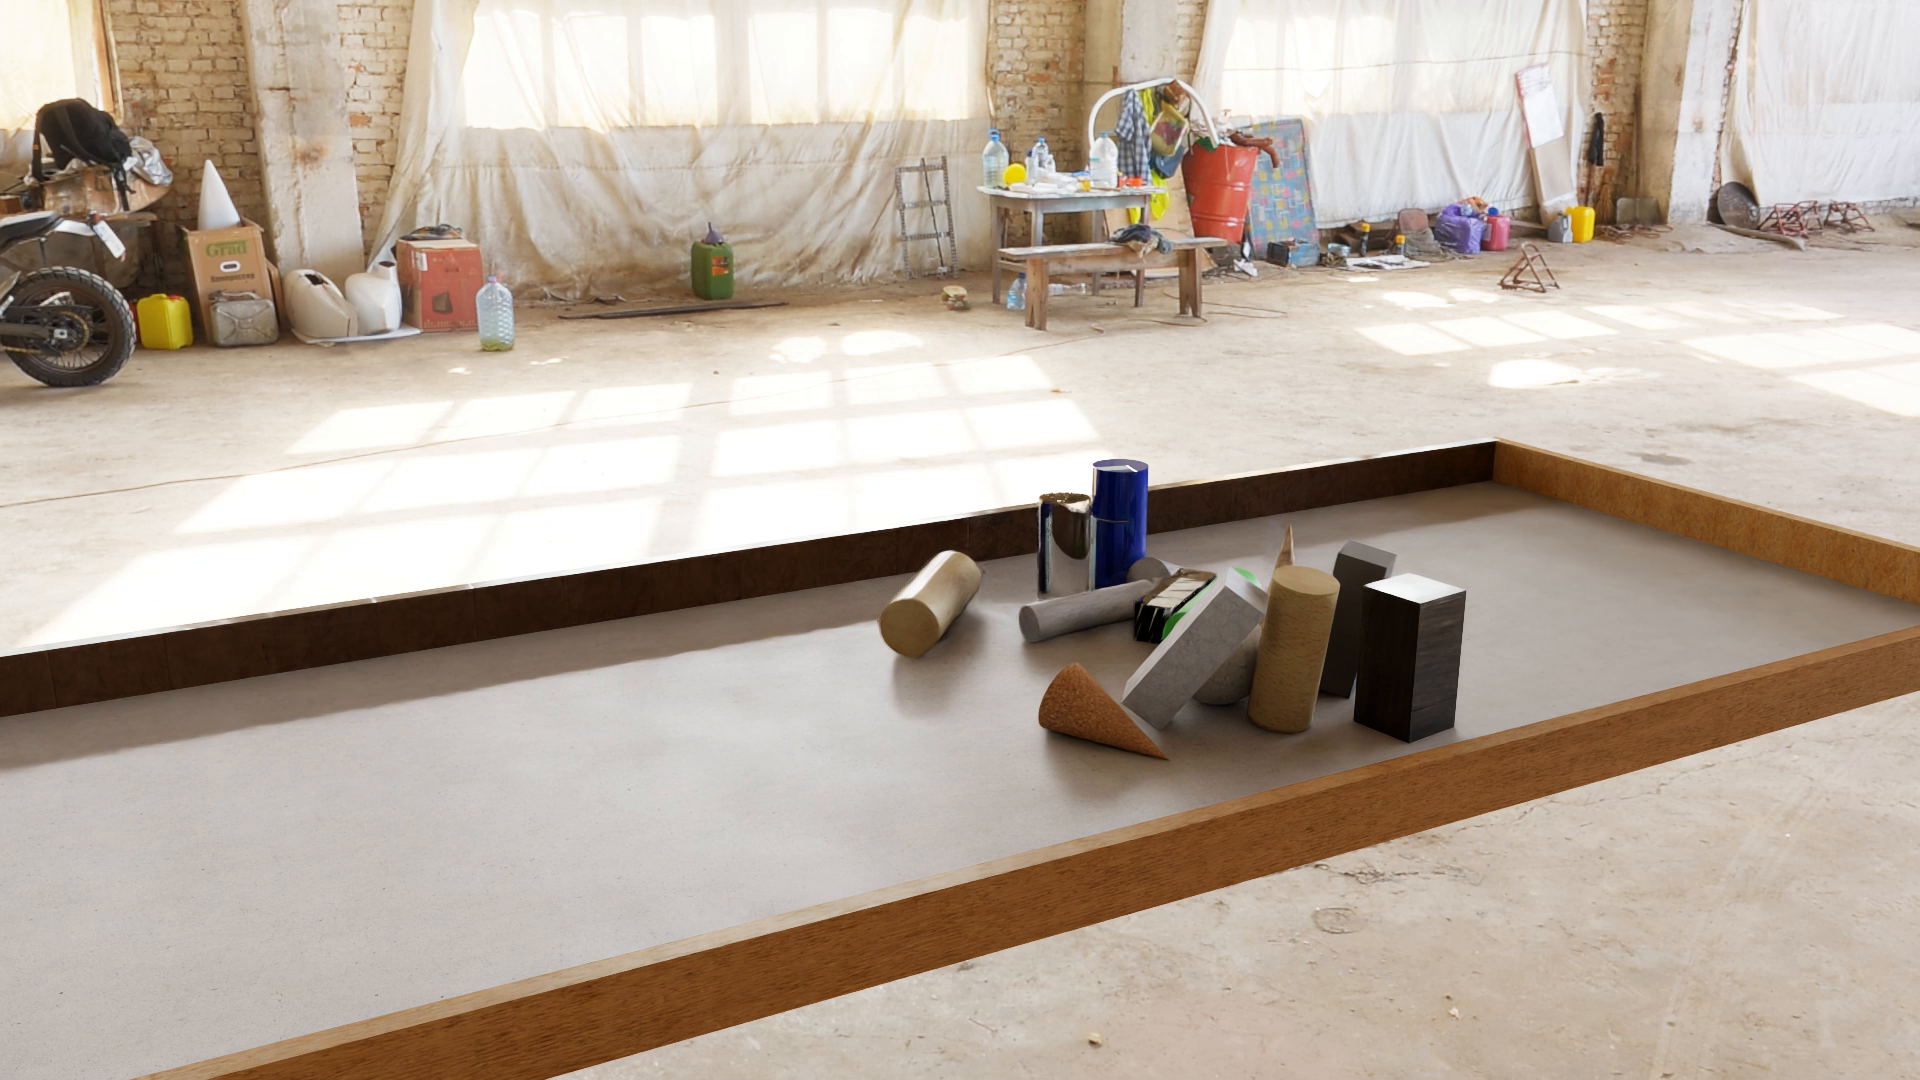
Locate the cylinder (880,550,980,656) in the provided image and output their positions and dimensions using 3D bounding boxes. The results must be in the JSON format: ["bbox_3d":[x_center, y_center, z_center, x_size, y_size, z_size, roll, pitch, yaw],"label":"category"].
[{"bbox_3d":[-0.076,0.168,4.500,0.160,0.160,0.444,4,17,14],"label":"cylinder"}]

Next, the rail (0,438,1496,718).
[{"bbox_3d":[-3.305,0.497,3.399,12.000,0.150,0.050,-9,18,-27],"label":"rail"}]

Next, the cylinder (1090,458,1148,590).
[{"bbox_3d":[0.463,-0.037,4.820,0.164,0.372,0.164,0,16,0],"label":"cylinder"}]

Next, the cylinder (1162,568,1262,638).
[{"bbox_3d":[0.683,0.199,4.432,0.139,0.139,0.423,8,18,26],"label":"cylinder"}]

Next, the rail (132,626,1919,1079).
[{"bbox_3d":[-2.336,1.006,1.665,12.000,0.150,0.050,-9,18,-27],"label":"rail"}]

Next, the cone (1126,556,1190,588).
[{"bbox_3d":[0.630,0.105,4.878,0.136,0.136,0.363,9,8,29],"label":"cone"}]

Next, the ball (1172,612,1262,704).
[{"bbox_3d":[0.622,0.275,3.984,0.246,0.246,0.246,0,16,0],"label":"ball"}]

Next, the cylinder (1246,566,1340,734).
[{"bbox_3d":[0.769,0.254,3.819,0.154,0.359,0.154,5,23,-2],"label":"cylinder"}]

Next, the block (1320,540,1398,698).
[{"bbox_3d":[0.954,0.194,4.043,0.120,0.351,0.120,19,22,20],"label":"block"}]

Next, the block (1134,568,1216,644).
[{"bbox_3d":[0.597,0.182,4.549,0.106,0.106,0.351,8,18,26],"label":"block"}]

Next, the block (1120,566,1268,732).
[{"bbox_3d":[0.540,0.252,3.801,0.114,0.390,0.114,37,26,-3],"label":"block"}]

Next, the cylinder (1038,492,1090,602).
[{"bbox_3d":[0.288,0.047,4.586,0.145,0.338,0.145,0,14,0],"label":"cylinder"}]

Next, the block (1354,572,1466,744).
[{"bbox_3d":[1.044,0.271,3.833,0.163,0.337,0.163,-12,20,-35],"label":"block"}]

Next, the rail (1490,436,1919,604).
[{"bbox_3d":[2.466,-0.048,5.253,0.050,0.150,2.100,-9,18,-27],"label":"rail"}]

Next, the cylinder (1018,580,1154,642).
[{"bbox_3d":[0.354,0.192,4.514,0.400,0.102,0.102,-10,19,-30],"label":"cylinder"}]

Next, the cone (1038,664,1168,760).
[{"bbox_3d":[0.353,0.428,3.754,0.311,0.171,0.171,29,30,30],"label":"cone"}]

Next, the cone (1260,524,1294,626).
[{"bbox_3d":[0.800,0.148,4.103,0.166,0.410,0.166,3,14,-1],"label":"cone"}]
